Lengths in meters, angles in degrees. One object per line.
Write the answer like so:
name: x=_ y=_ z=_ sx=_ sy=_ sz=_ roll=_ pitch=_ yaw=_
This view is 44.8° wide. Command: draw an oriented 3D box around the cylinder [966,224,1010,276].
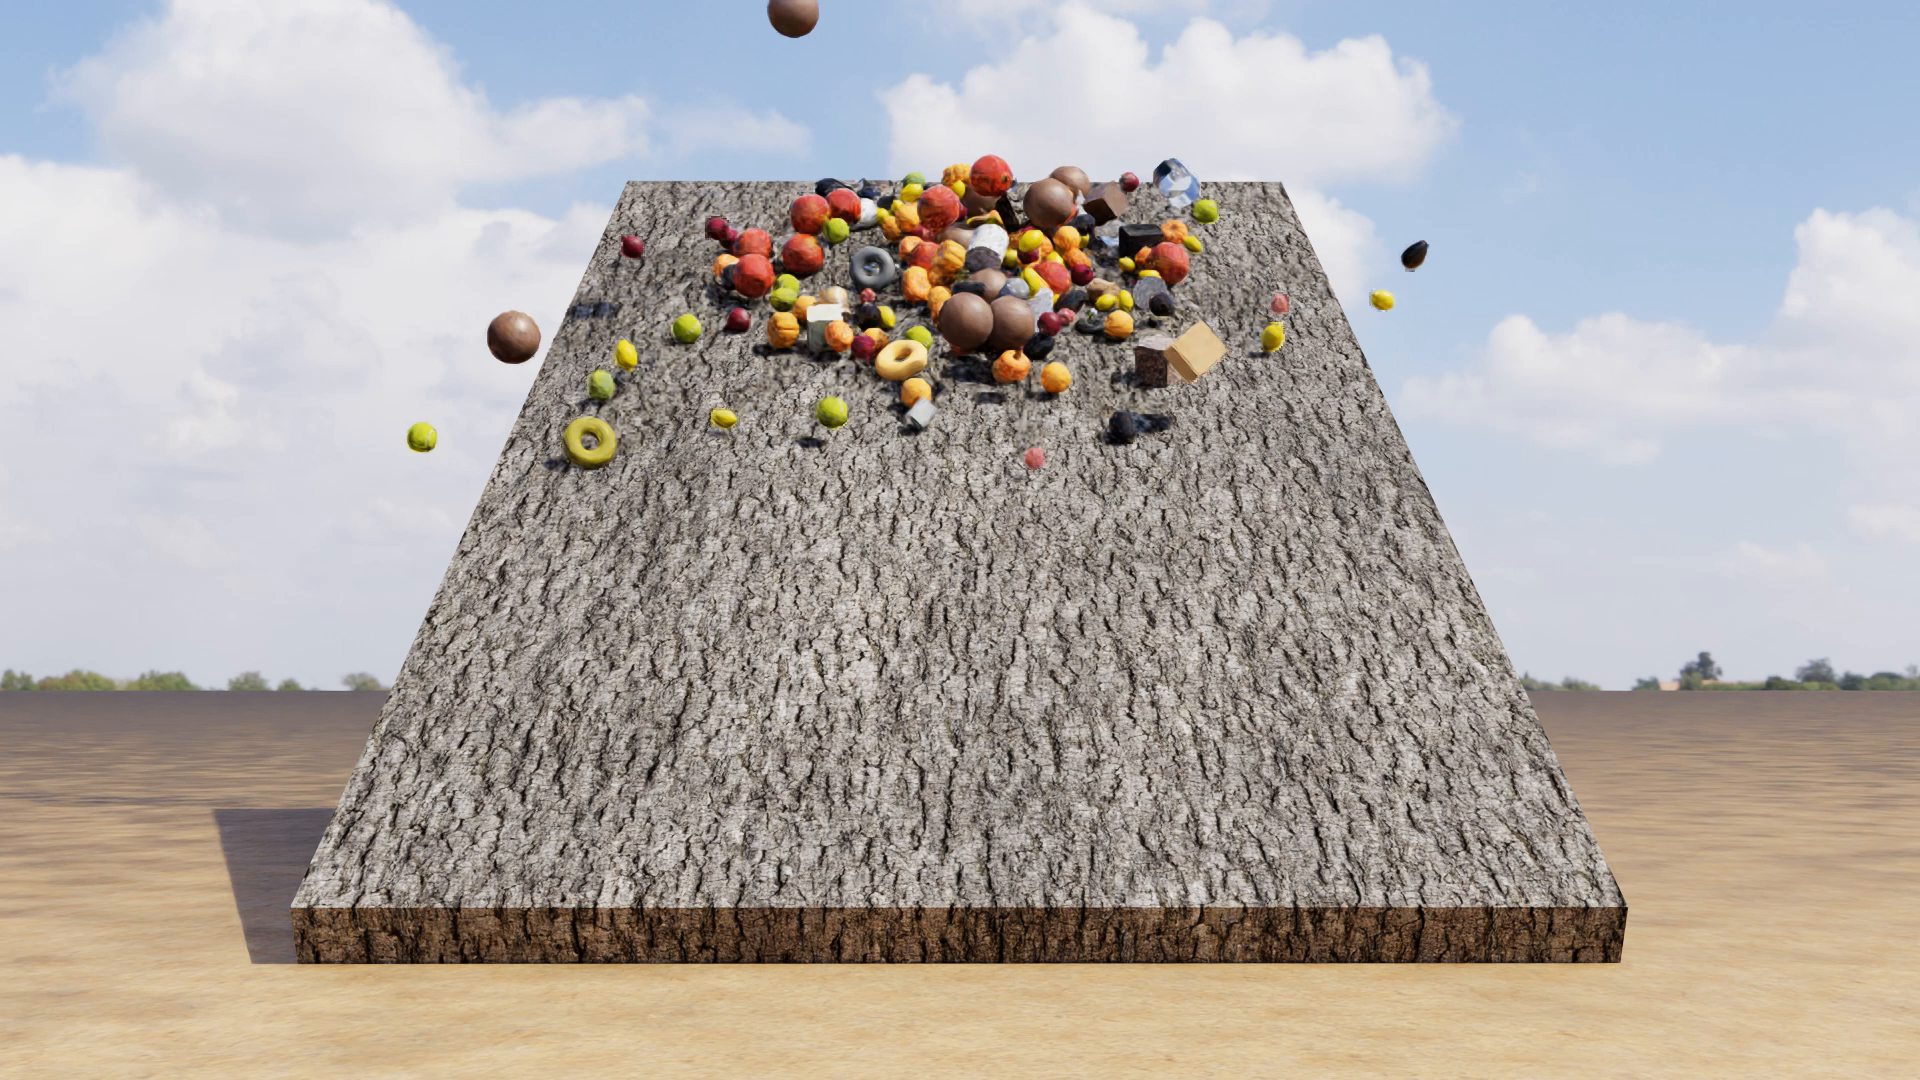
cylinder: x=0.070 y=-0.743 z=5.965 sx=0.094 sy=0.094 sz=0.094 roll=10 pitch=-43 yaw=9

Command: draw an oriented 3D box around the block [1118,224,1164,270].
block: x=0.493 y=-0.799 z=6.354 sx=0.097 sy=0.097 sz=0.097 roll=-5 pitch=25 yaw=-11

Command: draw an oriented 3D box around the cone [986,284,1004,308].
cone: x=0.117 y=-0.606 z=5.998 sx=0.078 sy=0.078 sz=0.078 roll=-18 pitch=-35 yaw=-13

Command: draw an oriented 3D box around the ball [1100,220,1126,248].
ball: x=0.431 y=-0.856 z=6.502 sx=0.078 sy=0.078 sz=0.078 roll=0 pitch=-4 yaw=0

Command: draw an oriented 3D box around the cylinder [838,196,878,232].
cylinder: x=-0.293 y=-0.928 z=6.653 sx=0.082 sy=0.082 sz=0.082 roll=-26 pitch=9 yaw=-27

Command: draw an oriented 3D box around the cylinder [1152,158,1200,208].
cylinder: x=0.587 y=-0.971 z=6.341 sx=0.096 sy=0.096 sz=0.096 roll=2 pitch=37 yaw=-31

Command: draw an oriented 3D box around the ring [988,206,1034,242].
ring: x=0.141 y=-0.896 z=6.567 sx=0.139 sy=0.139 sz=0.046 roll=-1 pitch=-34 yaw=10

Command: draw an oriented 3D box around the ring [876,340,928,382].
ring: x=-0.140 y=-0.429 z=5.557 sx=0.130 sy=0.130 sz=0.043 roll=-1 pitch=-46 yaw=21

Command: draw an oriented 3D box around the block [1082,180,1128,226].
block: x=0.408 y=-0.943 z=6.538 sx=0.080 sy=0.080 sz=0.080 roll=-14 pitch=-56 yaw=45

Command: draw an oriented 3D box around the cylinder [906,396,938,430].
cylinder: x=-0.085 y=-0.284 z=5.229 sx=0.052 sy=0.052 sz=0.052 roll=38 pitch=-11 yaw=9

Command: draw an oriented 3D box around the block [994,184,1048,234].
block: x=0.166 y=-0.900 z=6.326 sx=0.092 sy=0.092 sz=0.092 roll=-24 pitch=-2 yaw=-21

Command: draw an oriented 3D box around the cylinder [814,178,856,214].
cylinder: x=-0.363 y=-1.003 z=6.806 sx=0.091 sy=0.091 sz=0.091 roll=2 pitch=20 yaw=-32

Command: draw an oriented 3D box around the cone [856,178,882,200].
cone: x=-0.263 y=-1.035 z=6.931 sx=0.071 sy=0.071 sz=0.071 roll=13 pitch=-6 yaw=-13

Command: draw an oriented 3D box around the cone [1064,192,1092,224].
cone: x=0.345 y=-0.967 z=6.732 sx=0.090 sy=0.090 sz=0.090 roll=0 pitch=24 yaw=0

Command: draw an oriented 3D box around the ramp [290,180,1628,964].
ramp: x=-0.008 y=-0.229 z=5.326 sx=2.000 sy=0.100 sz=4.000 roll=0 pitch=24 yaw=0

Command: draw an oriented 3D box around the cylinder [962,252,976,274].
cylinder: x=0.041 y=-0.727 z=6.058 sx=0.057 sy=0.057 sz=0.057 roll=-28 pitch=10 yaw=5

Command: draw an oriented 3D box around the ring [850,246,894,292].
ring: x=-0.232 y=-0.713 z=6.143 sx=0.122 sy=0.122 sz=0.041 roll=-1 pitch=-3 yaw=8

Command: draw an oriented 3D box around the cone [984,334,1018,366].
cone: x=0.107 y=-0.456 z=5.663 sx=0.083 sy=0.083 sz=0.083 roll=-1 pitch=2 yaw=13

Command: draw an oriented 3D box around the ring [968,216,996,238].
ring: x=0.067 y=-0.853 z=6.456 sx=0.098 sy=0.098 sz=0.033 roll=-3 pitch=36 yaw=41

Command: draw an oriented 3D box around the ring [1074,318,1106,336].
ring: x=0.327 y=-0.536 z=5.856 sx=0.079 sy=0.026 sz=0.079 roll=-1 pitch=25 yaw=0

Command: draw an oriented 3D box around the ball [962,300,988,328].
ball: x=0.038 y=-0.567 z=5.853 sx=0.067 sy=0.067 sz=0.067 roll=0 pitch=-4 yaw=0

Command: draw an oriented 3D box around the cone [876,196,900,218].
cone: x=-0.210 y=-0.980 z=6.774 sx=0.067 sy=0.067 sz=0.067 roll=0 pitch=27 yaw=-4

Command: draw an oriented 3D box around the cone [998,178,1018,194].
cone: x=0.147 y=-0.966 z=6.531 sx=0.067 sy=0.067 sz=0.067 roll=-26 pitch=-3 yaw=-1

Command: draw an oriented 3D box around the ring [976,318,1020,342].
ring: x=0.095 y=-0.522 z=5.809 sx=0.115 sy=0.038 sz=0.115 roll=1 pitch=24 yaw=-1

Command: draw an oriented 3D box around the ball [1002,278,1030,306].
ball: x=0.134 y=-0.598 z=5.599 sx=0.067 sy=0.067 sz=0.067 roll=0 pitch=-4 yaw=0

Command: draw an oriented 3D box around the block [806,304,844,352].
block: x=-0.332 y=-0.522 z=5.733 sx=0.084 sy=0.084 sz=0.084 roll=-4 pitch=33 yaw=-6

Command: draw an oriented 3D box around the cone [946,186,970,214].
cone: x=0.004 y=-0.994 z=6.763 sx=0.074 sy=0.074 sz=0.074 roll=19 pitch=-11 yaw=4

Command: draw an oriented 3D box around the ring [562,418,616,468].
ring: x=-0.801 y=-0.211 z=5.036 sx=0.117 sy=0.117 sz=0.039 roll=1 pitch=-19 yaw=-17

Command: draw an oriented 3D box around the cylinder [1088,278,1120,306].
cylinder: x=0.373 y=-0.646 z=6.058 sx=0.059 sy=0.059 sz=0.059 roll=4 pitch=15 yaw=-45

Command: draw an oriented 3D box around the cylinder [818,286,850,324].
cylinder: x=-0.315 y=-0.590 z=5.867 sx=0.070 sy=0.070 sz=0.070 roll=-10 pitch=-21 yaw=-4

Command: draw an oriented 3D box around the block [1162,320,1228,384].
block: x=0.527 y=-0.423 z=5.224 sx=0.092 sy=0.092 sz=0.092 roll=-41 pitch=1 yaw=-10

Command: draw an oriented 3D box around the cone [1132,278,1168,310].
cone: x=0.502 y=-0.635 z=6.056 sx=0.092 sy=0.092 sz=0.092 roll=-1 pitch=3 yaw=15

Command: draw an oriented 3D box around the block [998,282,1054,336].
block: x=0.165 y=-0.582 z=5.868 sx=0.098 sy=0.098 sz=0.098 roll=22 pitch=32 yaw=40

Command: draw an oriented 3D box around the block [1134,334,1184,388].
block: x=0.479 y=-0.424 z=5.528 sx=0.091 sy=0.091 sz=0.091 roll=18 pitch=30 yaw=33
